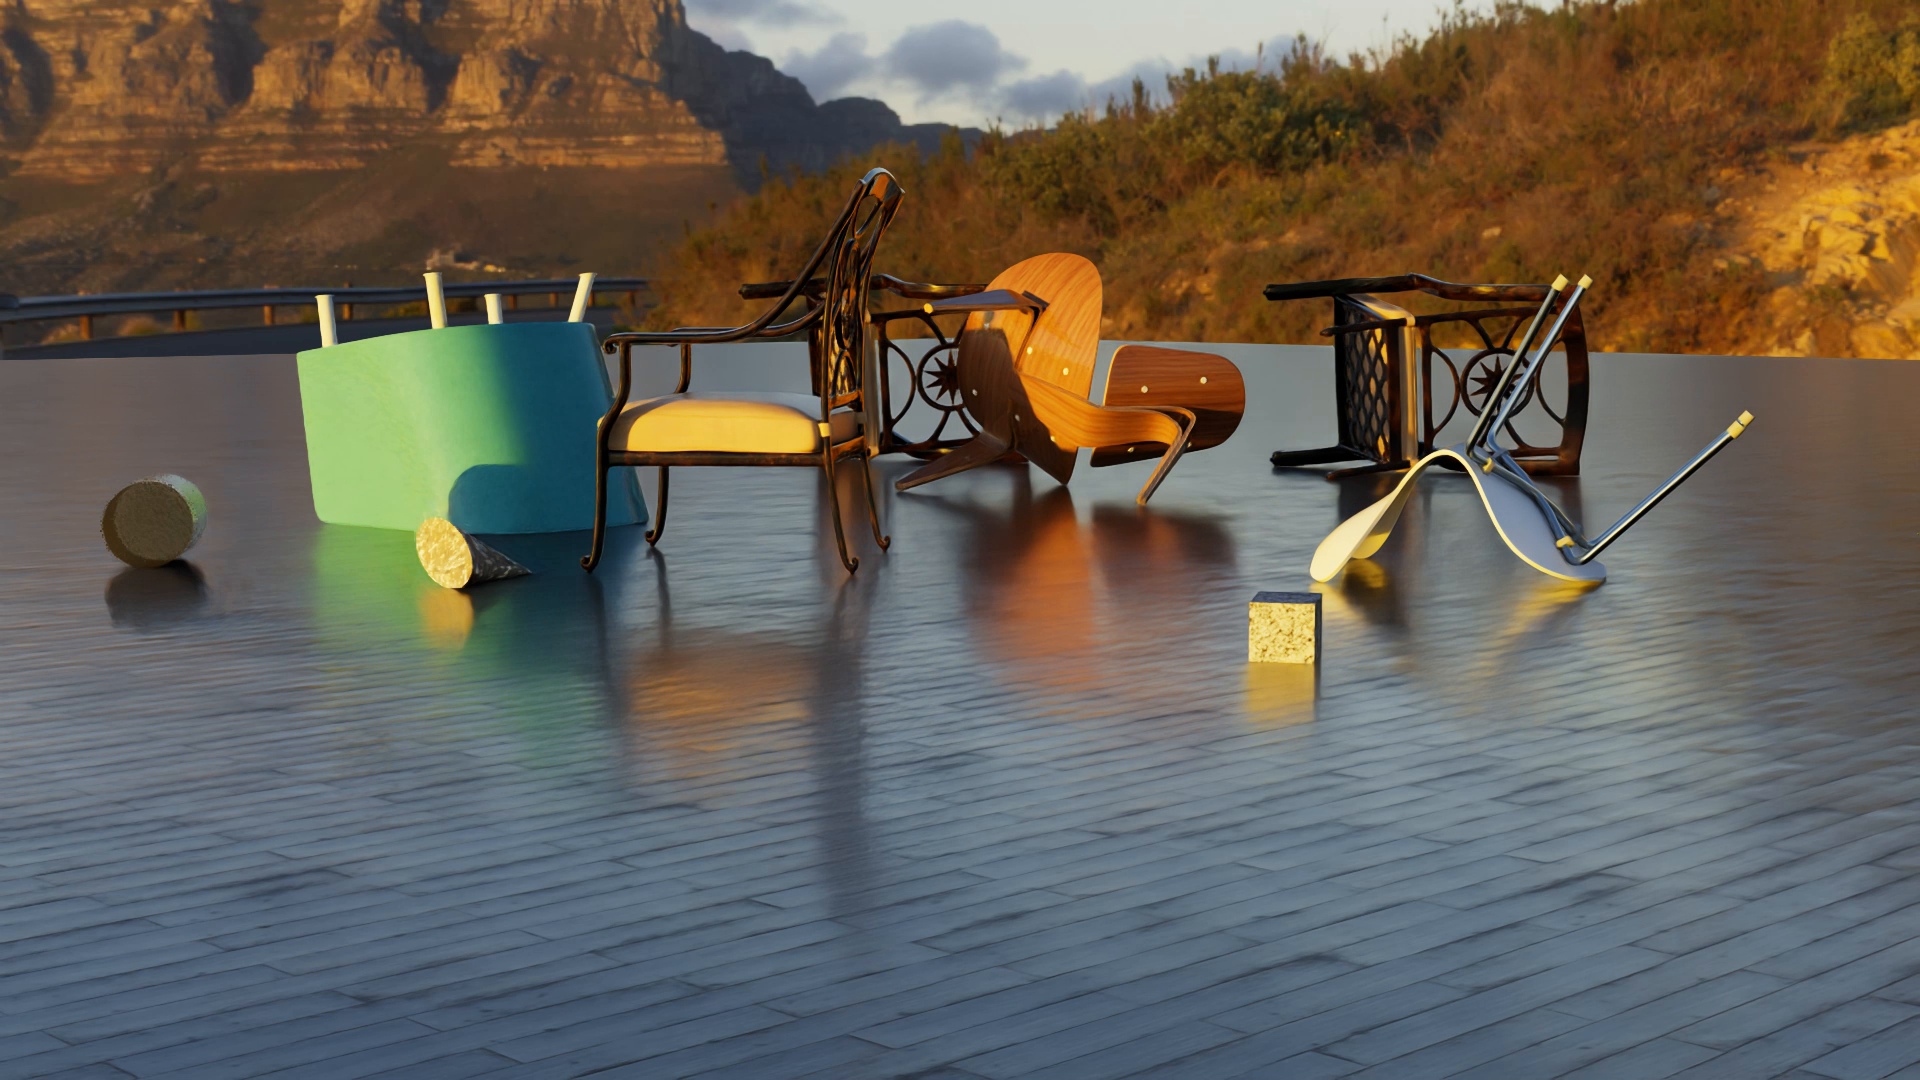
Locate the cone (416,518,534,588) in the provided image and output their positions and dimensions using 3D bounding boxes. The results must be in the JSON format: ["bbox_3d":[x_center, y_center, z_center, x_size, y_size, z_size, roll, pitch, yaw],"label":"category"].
[{"bbox_3d":[-1.017,0.051,5.564,0.195,0.118,0.295,45,15,30],"label":"cone"}]

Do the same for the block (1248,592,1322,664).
[{"bbox_3d":[0.566,0.150,4.455,0.111,0.102,0.160,1,6,12],"label":"block"}]

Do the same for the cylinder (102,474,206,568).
[{"bbox_3d":[-1.848,-0.046,5.895,0.192,0.201,0.223,44,-1,-10],"label":"cylinder"}]
